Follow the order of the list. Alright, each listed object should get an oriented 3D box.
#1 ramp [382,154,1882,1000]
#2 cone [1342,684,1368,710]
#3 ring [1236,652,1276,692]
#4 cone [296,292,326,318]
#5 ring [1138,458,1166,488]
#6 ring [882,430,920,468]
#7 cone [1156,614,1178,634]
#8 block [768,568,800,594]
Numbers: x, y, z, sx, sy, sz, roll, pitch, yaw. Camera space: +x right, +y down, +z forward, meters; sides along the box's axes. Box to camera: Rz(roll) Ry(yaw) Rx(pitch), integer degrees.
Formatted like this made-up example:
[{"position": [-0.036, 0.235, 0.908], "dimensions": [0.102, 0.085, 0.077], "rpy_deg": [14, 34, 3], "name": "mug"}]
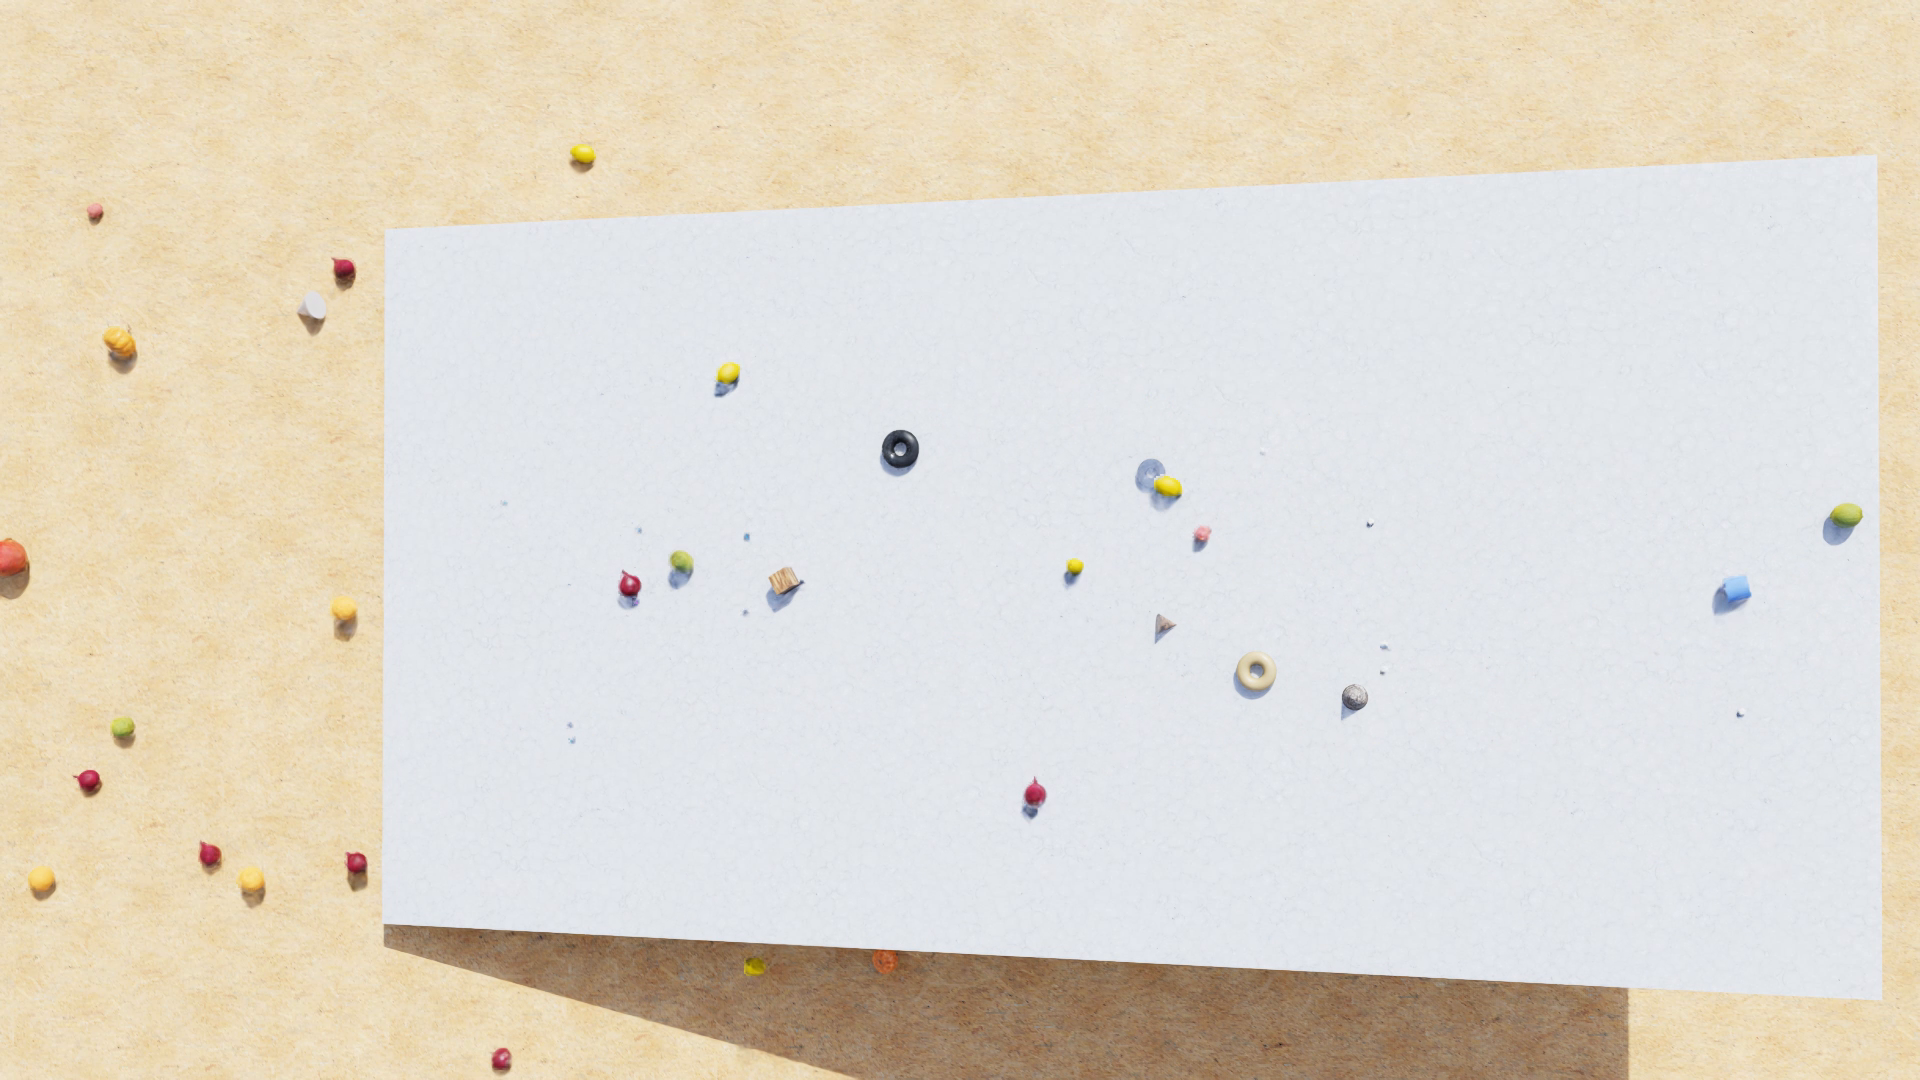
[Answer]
[{"position": [0.271, 0.095, 5.815], "dimensions": [4.000, 0.100, 2.000], "rpy_deg": [0, 89, 17], "name": "ramp"}, {"position": [0.986, 0.396, 5.512], "dimensions": [0.067, 0.067, 0.067], "rpy_deg": [0, 89, 17], "name": "cone"}, {"position": [0.755, 0.334, 5.598], "dimensions": [0.104, 0.035, 0.104], "rpy_deg": [0, 91, 17], "name": "ring"}, {"position": [-1.911, -0.675, 6.424], "dimensions": [0.082, 0.082, 0.082], "rpy_deg": [-15, 89, 26], "name": "cone"}, {"position": [0.495, -0.174, 5.688], "dimensions": [0.076, 0.025, 0.076], "rpy_deg": [0, 90, 16], "name": "ring"}, {"position": [-0.159, -0.243, 5.877], "dimensions": [0.105, 0.035, 0.105], "rpy_deg": [0, 90, 15], "name": "ring"}, {"position": [0.536, 0.217, 5.670], "dimensions": [0.052, 0.052, 0.052], "rpy_deg": [4, 89, -10], "name": "cone"}, {"position": [-0.476, 0.111, 5.955], "dimensions": [0.055, 0.055, 0.055], "rpy_deg": [-32, 81, 14], "name": "block"}]
